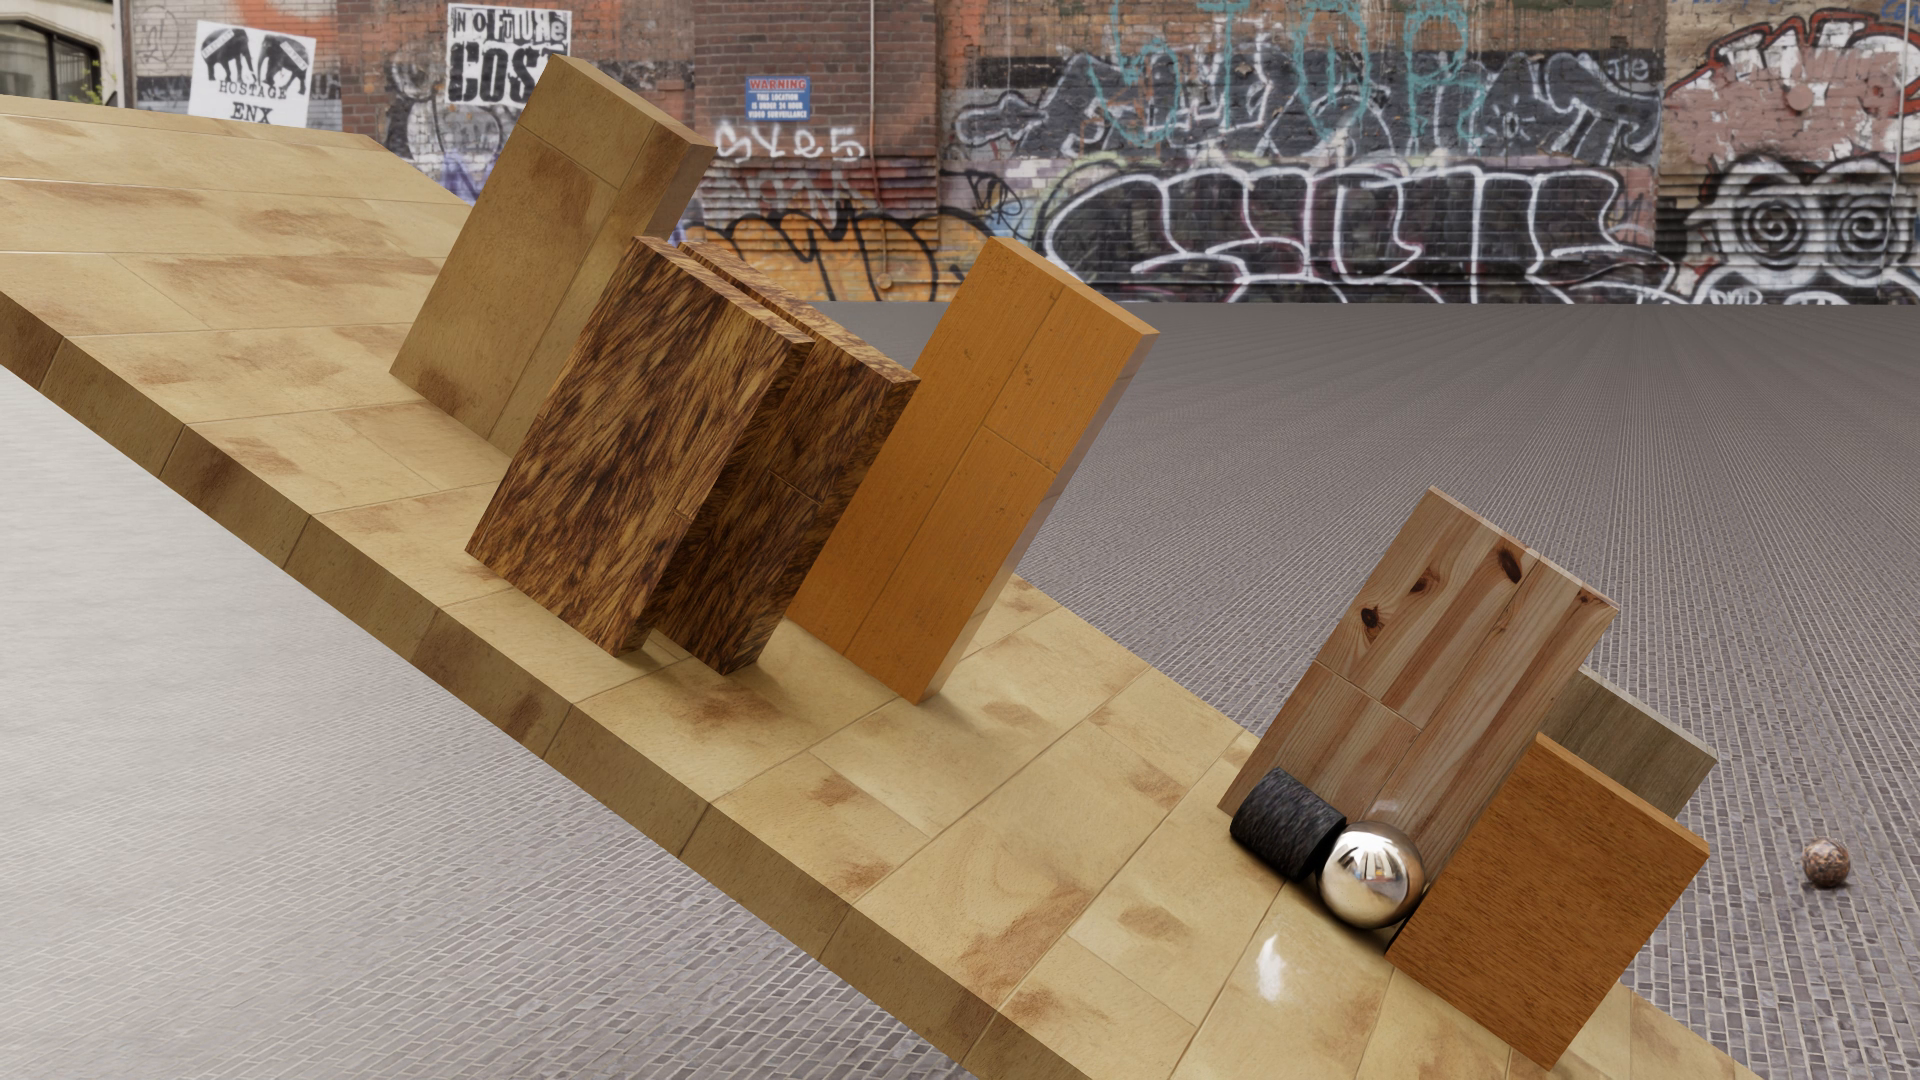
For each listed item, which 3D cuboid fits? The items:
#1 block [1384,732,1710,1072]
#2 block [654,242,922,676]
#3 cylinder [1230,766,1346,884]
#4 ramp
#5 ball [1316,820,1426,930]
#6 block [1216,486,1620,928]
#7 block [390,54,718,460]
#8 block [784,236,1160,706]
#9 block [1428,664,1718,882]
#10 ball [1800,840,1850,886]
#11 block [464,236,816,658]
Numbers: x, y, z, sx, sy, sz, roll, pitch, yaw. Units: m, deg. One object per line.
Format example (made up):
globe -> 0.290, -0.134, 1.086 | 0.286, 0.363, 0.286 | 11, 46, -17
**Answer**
block -> 1.070, 0.662, 4.032 | 0.357, 0.500, 0.096 | 34, 15, 11
block -> -0.396, -0.136, 3.612 | 0.422, 0.564, 0.142 | 34, 15, 11
cylinder -> 0.628, 0.545, 4.210 | 0.159, 0.159, 0.159 | 37, 23, 21
ramp -> -0.155, 0.257, 4.113 | 4.000, 0.100, 2.000 | 34, 15, 11
ball -> 0.770, 0.629, 4.132 | 0.204, 0.204, 0.204 | 0, 7, 0
block -> 0.876, 0.324, 4.250 | 0.415, 0.754, 0.084 | 34, 15, 11
block -> -0.734, -0.500, 3.946 | 0.306, 0.658, 0.117 | 34, 15, 11
block -> 0.007, -0.122, 3.933 | 0.319, 0.781, 0.145 | 34, 15, 11
block -> 1.231, 0.548, 4.615 | 0.443, 0.554, 0.104 | 34, 15, 11
ball -> 2.625, 0.978, 6.667 | 0.142, 0.142, 0.142 | 0, 7, 0
block -> -0.500, -0.143, 3.410 | 0.303, 0.575, 0.095 | 34, 15, 11
